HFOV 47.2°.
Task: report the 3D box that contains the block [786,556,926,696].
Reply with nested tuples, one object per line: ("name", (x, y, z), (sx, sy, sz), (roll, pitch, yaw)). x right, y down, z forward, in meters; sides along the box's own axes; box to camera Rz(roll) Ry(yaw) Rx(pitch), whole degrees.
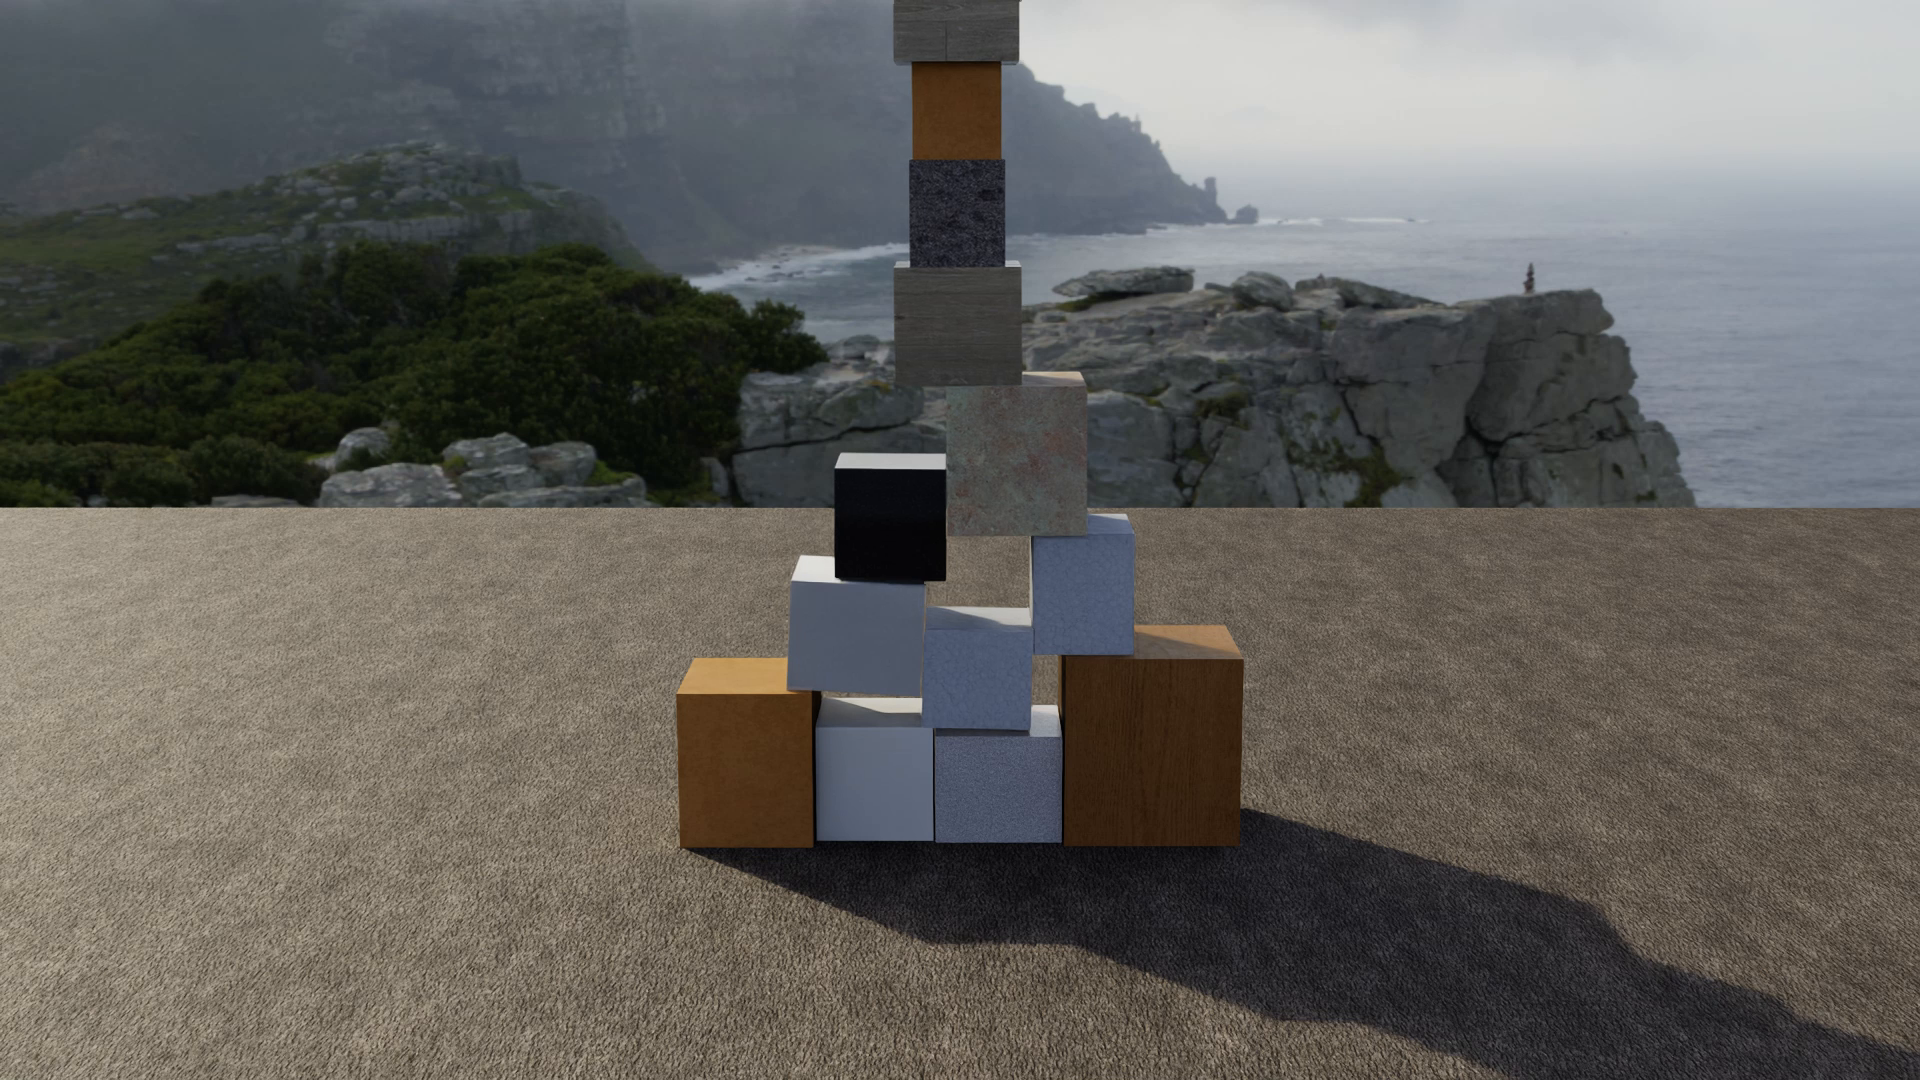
("block", (-0.520, 0.430, 11.266), (0.665, 0.554, 0.671), (3, 10, -1))

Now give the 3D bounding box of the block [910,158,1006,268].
("block", (-0.013, -1.621, 10.869), (0.463, 0.513, 0.471), (0, 10, 0))

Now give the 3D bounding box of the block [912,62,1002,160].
("block", (-0.015, -2.102, 10.787), (0.429, 0.462, 0.419), (0, 10, 0))

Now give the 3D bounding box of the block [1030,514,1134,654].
("block", (0.616, 0.218, 11.239), (0.502, 0.614, 0.593), (0, 10, 0))

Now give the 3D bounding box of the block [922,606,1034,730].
("block", (0.086, 0.650, 11.281), (0.548, 0.505, 0.561), (1, 10, 0))

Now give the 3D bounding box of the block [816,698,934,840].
("block", (-0.432, 1.182, 11.403), (0.593, 0.594, 0.593), (0, 10, 0))

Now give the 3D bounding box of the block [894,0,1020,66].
("block", (-0.018, -2.638, 10.695), (0.598, 0.626, 0.589), (0, 10, 0))

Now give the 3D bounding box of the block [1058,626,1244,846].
("block", (0.966, 0.998, 11.373), (0.883, 0.968, 0.769), (0, 10, 0))

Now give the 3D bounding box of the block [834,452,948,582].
("block", (-0.344, -0.123, 11.167), (0.555, 0.563, 0.545), (1, 10, 0))

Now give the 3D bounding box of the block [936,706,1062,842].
("block", (0.195, 1.204, 11.397), (0.640, 0.554, 0.626), (0, 10, 0))

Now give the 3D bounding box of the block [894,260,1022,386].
("block", (-0.009, -1.089, 10.992), (0.619, 0.577, 0.564), (0, 10, 0))

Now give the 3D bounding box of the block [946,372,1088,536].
("block", (0.279, -0.445, 11.117), (0.687, 0.738, 0.692), (0, 10, 0))

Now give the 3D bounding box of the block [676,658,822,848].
("block", (-1.073, 1.087, 11.366), (0.670, 0.796, 0.767), (0, 10, 0))
